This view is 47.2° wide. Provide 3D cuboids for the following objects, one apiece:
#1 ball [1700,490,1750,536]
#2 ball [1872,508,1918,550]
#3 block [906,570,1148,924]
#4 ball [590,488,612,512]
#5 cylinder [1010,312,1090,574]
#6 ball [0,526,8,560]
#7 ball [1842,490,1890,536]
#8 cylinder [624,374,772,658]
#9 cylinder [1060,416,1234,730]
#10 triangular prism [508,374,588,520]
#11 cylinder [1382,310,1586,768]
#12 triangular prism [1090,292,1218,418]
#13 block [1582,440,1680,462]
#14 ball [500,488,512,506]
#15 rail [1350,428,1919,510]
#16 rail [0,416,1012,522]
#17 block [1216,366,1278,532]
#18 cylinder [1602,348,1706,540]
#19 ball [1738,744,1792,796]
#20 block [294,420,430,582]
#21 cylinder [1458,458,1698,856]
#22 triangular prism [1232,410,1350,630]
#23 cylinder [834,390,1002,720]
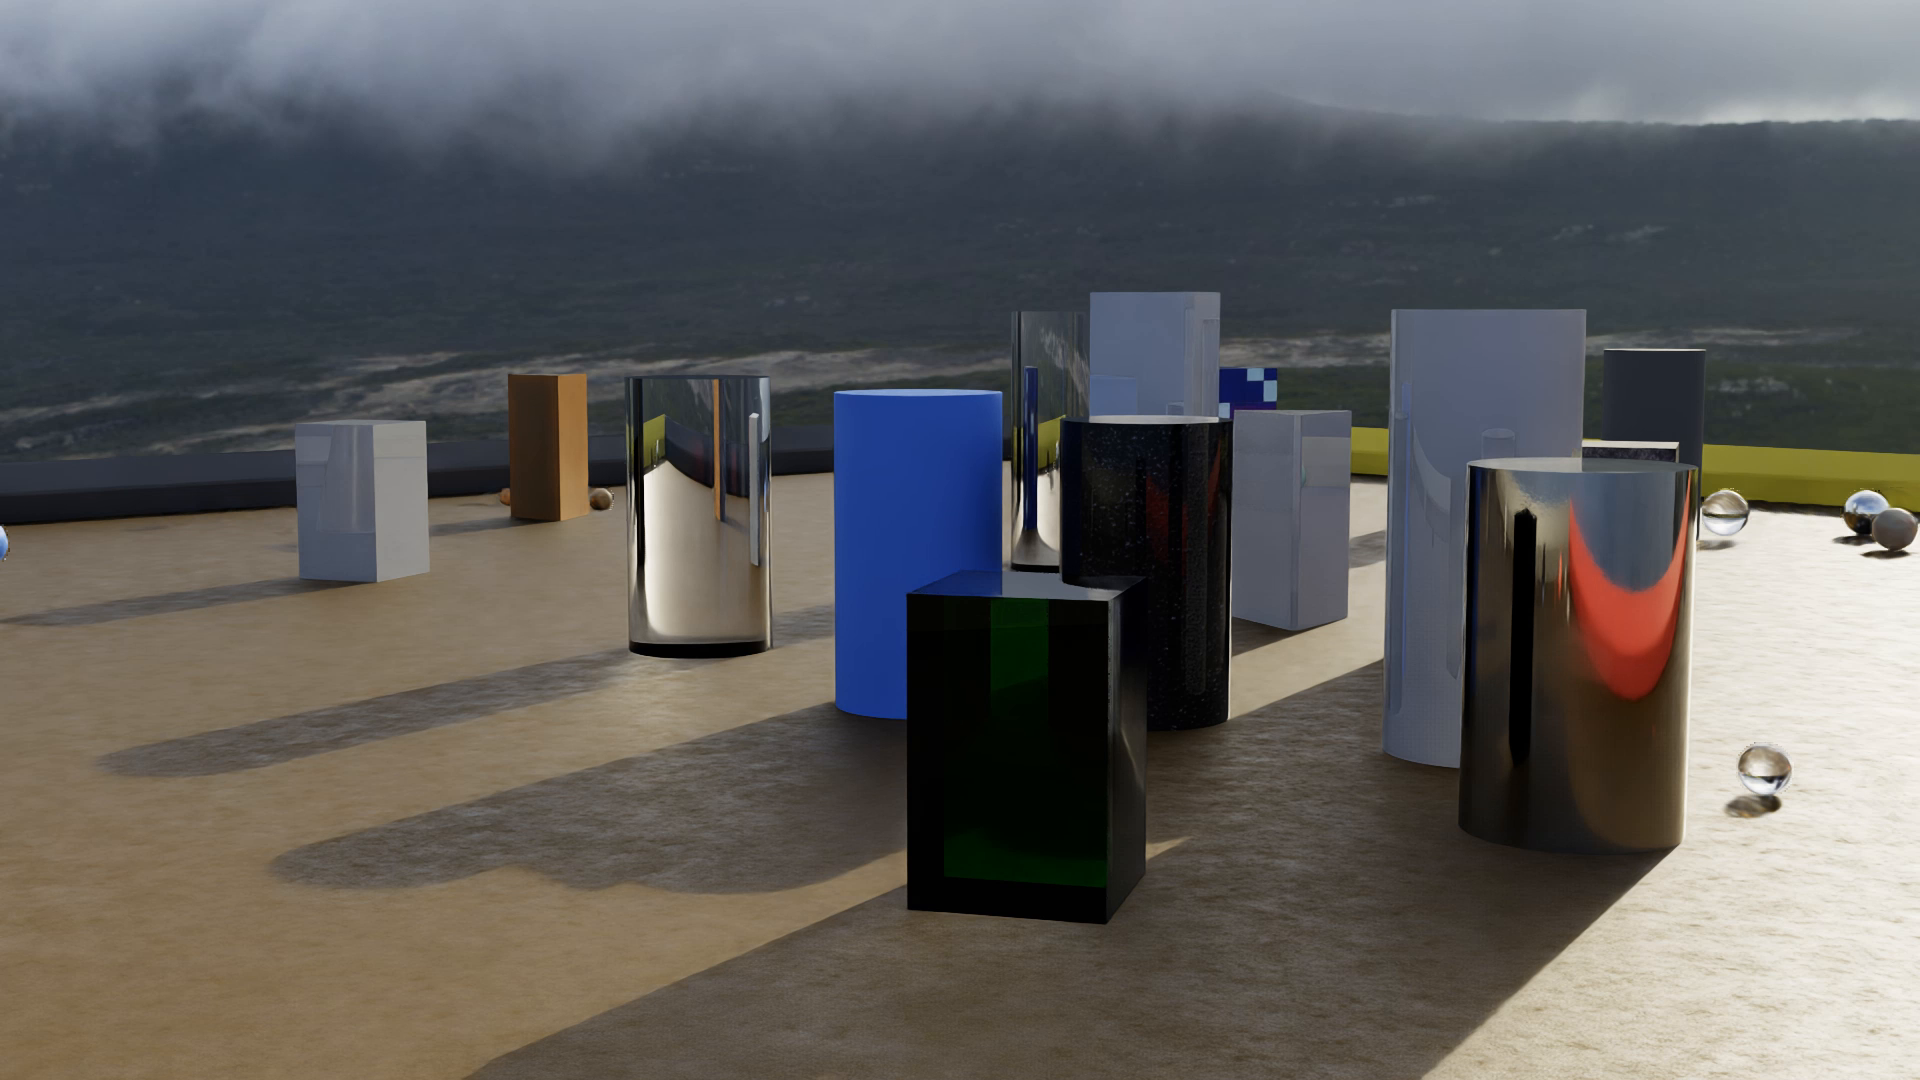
[{"bbox_3d":[1.471,-0.051,4.226,0.089,0.089,0.089,0,6,0],"label":"ball"},{"bbox_3d":[1.720,-0.020,4.048,0.078,0.078,0.078,0,6,0],"label":"ball"},{"bbox_3d":[0.054,0.151,1.671,0.150,0.236,0.150,2,6,16],"label":"block"},{"bbox_3d":[-0.787,-0.089,4.820,0.051,0.051,0.051,0,6,0],"label":"ball"},{"bbox_3d":[0.181,-0.170,3.749,0.188,0.437,0.188,0,6,0],"label":"cylinder"},{"bbox_3d":[-1.663,0.006,3.721,0.094,0.094,0.094,0,6,0],"label":"ball"},{"bbox_3d":[1.775,-0.053,4.305,0.088,0.088,0.088,0,6,0],"label":"ball"},{"bbox_3d":[-0.340,-0.035,2.870,0.188,0.354,0.188,0,6,0],"label":"cylinder"},{"bbox_3d":[0.202,0.031,2.395,0.188,0.324,0.188,0,6,0],"label":"cylinder"},{"bbox_3d":[-0.852,-0.202,4.688,0.163,0.303,0.141,5,8,42],"label":"triangular prism"},{"bbox_3d":[0.521,-0.008,2.195,0.188,0.442,0.188,0,6,0],"label":"cylinder"},{"bbox_3d":[0.265,-0.070,2.685,0.141,0.462,0.163,-5,8,-42],"label":"triangular prism"},{"bbox_3d":[0.945,-0.012,3.152,0.150,0.250,0.150,2,6,20],"label":"block"},{"bbox_3d":[-1.019,-0.099,4.962,0.041,0.041,0.041,0,6,0],"label":"ball"},{"bbox_3d":[1.857,-0.148,5.036,0.045,0.122,4.497,-6,8,-42],"label":"rail"},{"bbox_3d":[-1.509,-0.140,4.958,5.100,0.122,0.045,-6,8,-42],"label":"rail"},{"bbox_3d":[0.528,-0.183,4.418,0.150,0.324,0.150,-4,7,-30],"label":"block"},{"bbox_3d":[1.335,-0.185,4.245,0.188,0.363,0.188,0,6,0],"label":"cylinder"},{"bbox_3d":[0.737,0.210,2.014,0.047,0.047,0.047,0,6,0],"label":"ball"},{"bbox_3d":[-0.992,-0.068,3.655,0.150,0.255,0.150,2,6,20],"label":"block"},{"bbox_3d":[0.524,0.092,1.870,0.188,0.312,0.188,0,6,0],"label":"cylinder"},{"bbox_3d":[0.452,-0.034,3.130,0.141,0.298,0.163,4,7,36],"label":"triangular prism"},{"bbox_3d":[-0.046,0.010,2.460,0.188,0.351,0.188,0,6,0],"label":"cylinder"}]
